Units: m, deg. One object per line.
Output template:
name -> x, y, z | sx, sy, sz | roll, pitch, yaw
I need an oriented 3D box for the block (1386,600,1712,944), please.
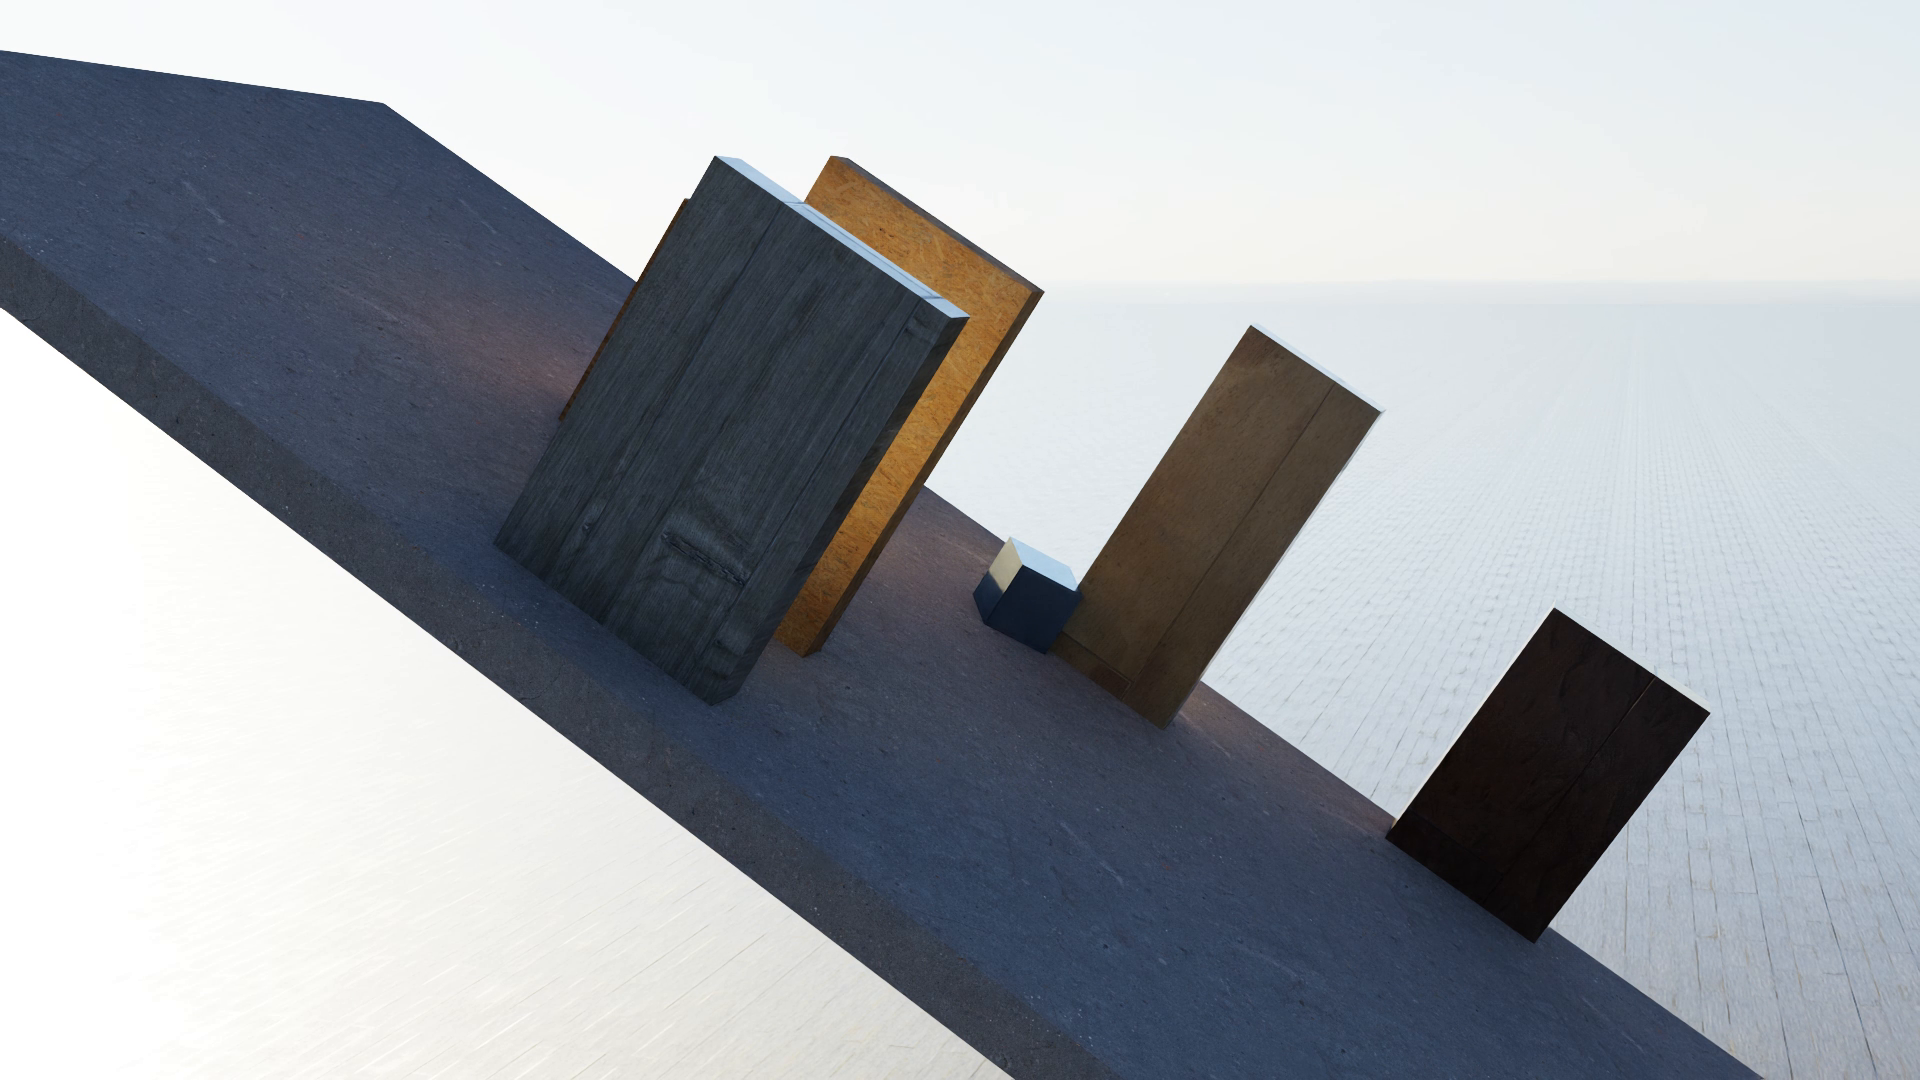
block -> 1.231, 0.486, 4.625 | 0.374, 0.611, 0.117 | 35, 15, 10

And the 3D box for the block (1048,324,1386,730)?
block -> 0.505, -0.024, 4.441 | 0.308, 0.781, 0.095 | 35, 15, 10

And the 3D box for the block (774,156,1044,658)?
block -> -0.226, -0.219, 3.685 | 0.407, 0.731, 0.083 | 35, 15, 10

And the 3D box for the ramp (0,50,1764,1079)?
ramp -> -0.131, 0.220, 4.101 | 4.000, 0.100, 2.000 | 35, 15, 10

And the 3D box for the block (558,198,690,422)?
block -> -0.446, -0.317, 4.034 | 0.386, 0.480, 0.126 | 35, 15, 10

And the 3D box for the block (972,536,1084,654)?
block -> 0.138, 0.113, 4.498 | 0.148, 0.148, 0.148 | 27, 16, -19

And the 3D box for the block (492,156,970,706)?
block -> -0.353, -0.161, 3.311 | 0.431, 0.698, 0.098 | 35, 15, 10
